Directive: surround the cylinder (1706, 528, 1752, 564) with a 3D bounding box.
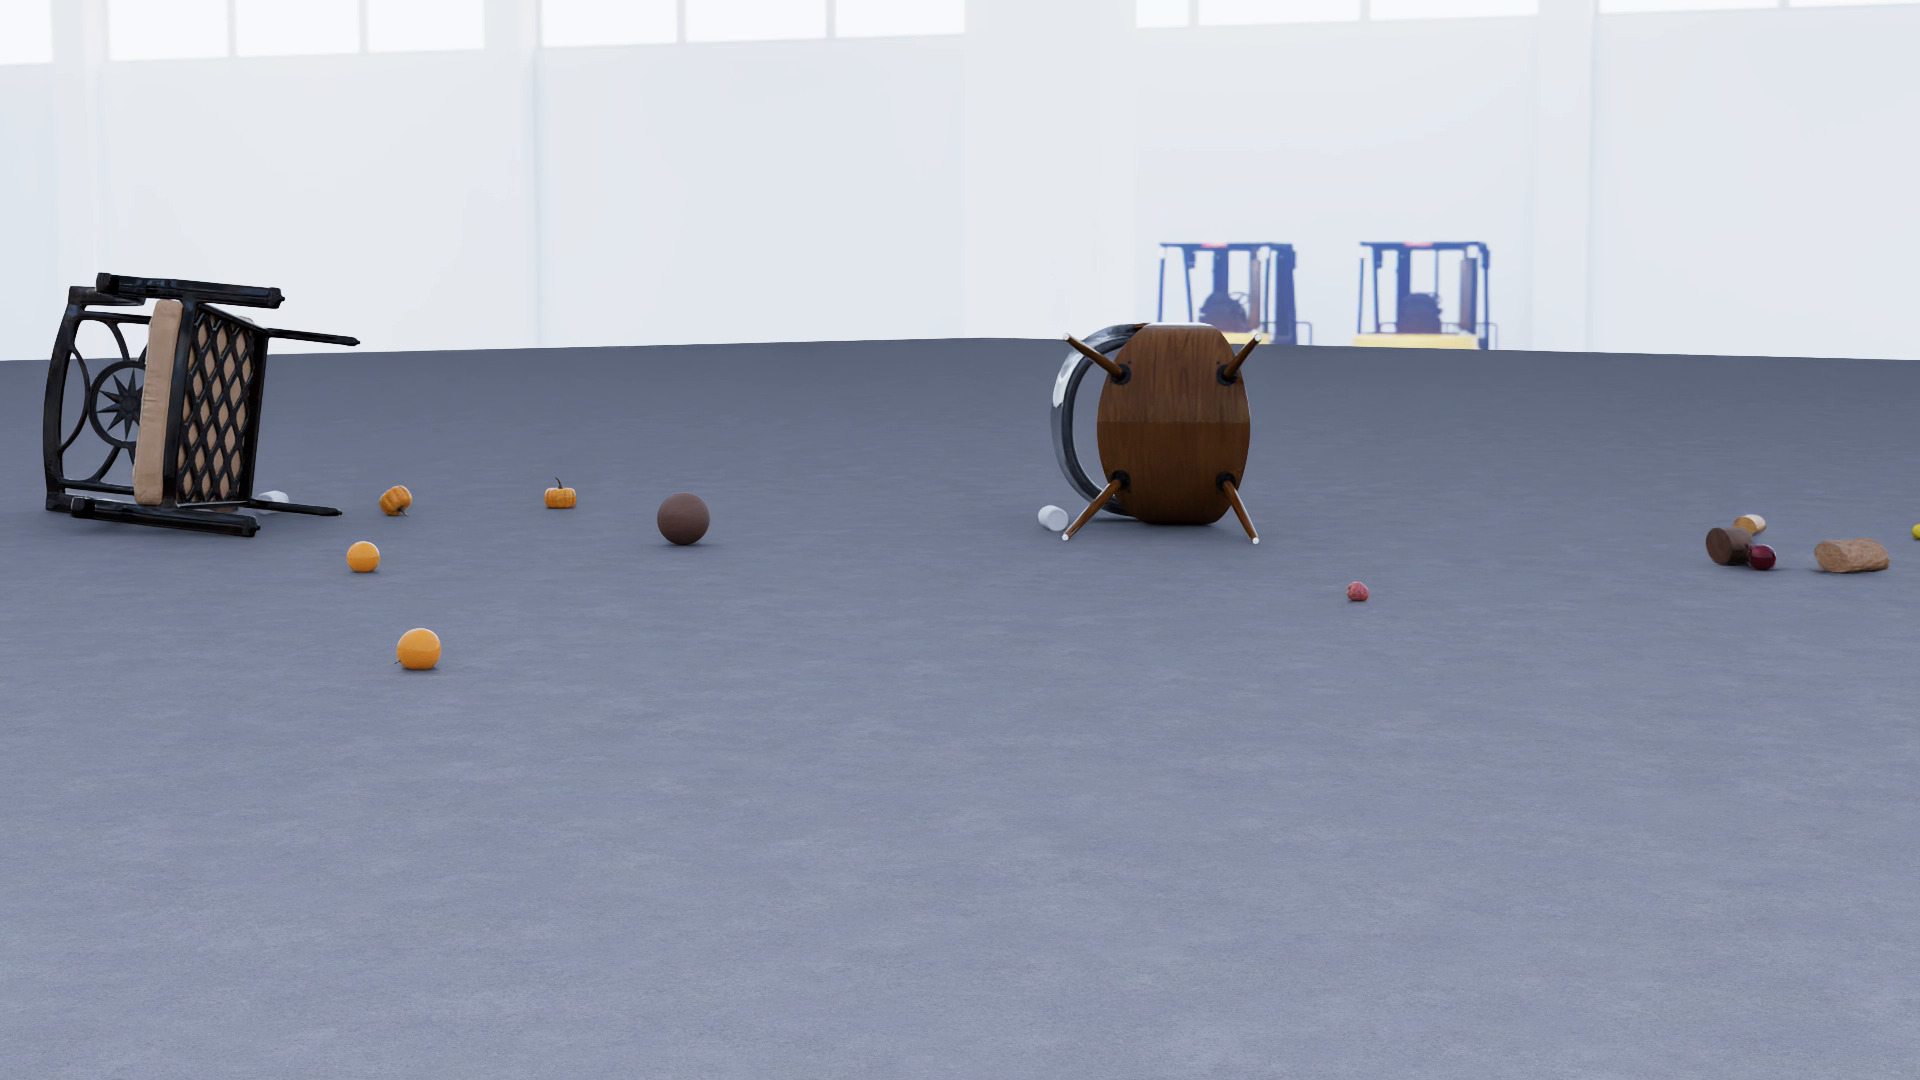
[{"bbox_3d":[1.761,0.013,5.874,0.055,0.082,0.109,0,17,-14],"label":"cylinder"}]

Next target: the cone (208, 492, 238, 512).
[{"bbox_3d":[-2.049,-0.095,7.201,0.108,0.059,0.069,3,-16,33],"label":"cone"}]

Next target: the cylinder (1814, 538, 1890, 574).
[{"bbox_3d":[1.991,0.035,5.728,0.125,0.065,0.106,-3,26,-26],"label":"cylinder"}]
